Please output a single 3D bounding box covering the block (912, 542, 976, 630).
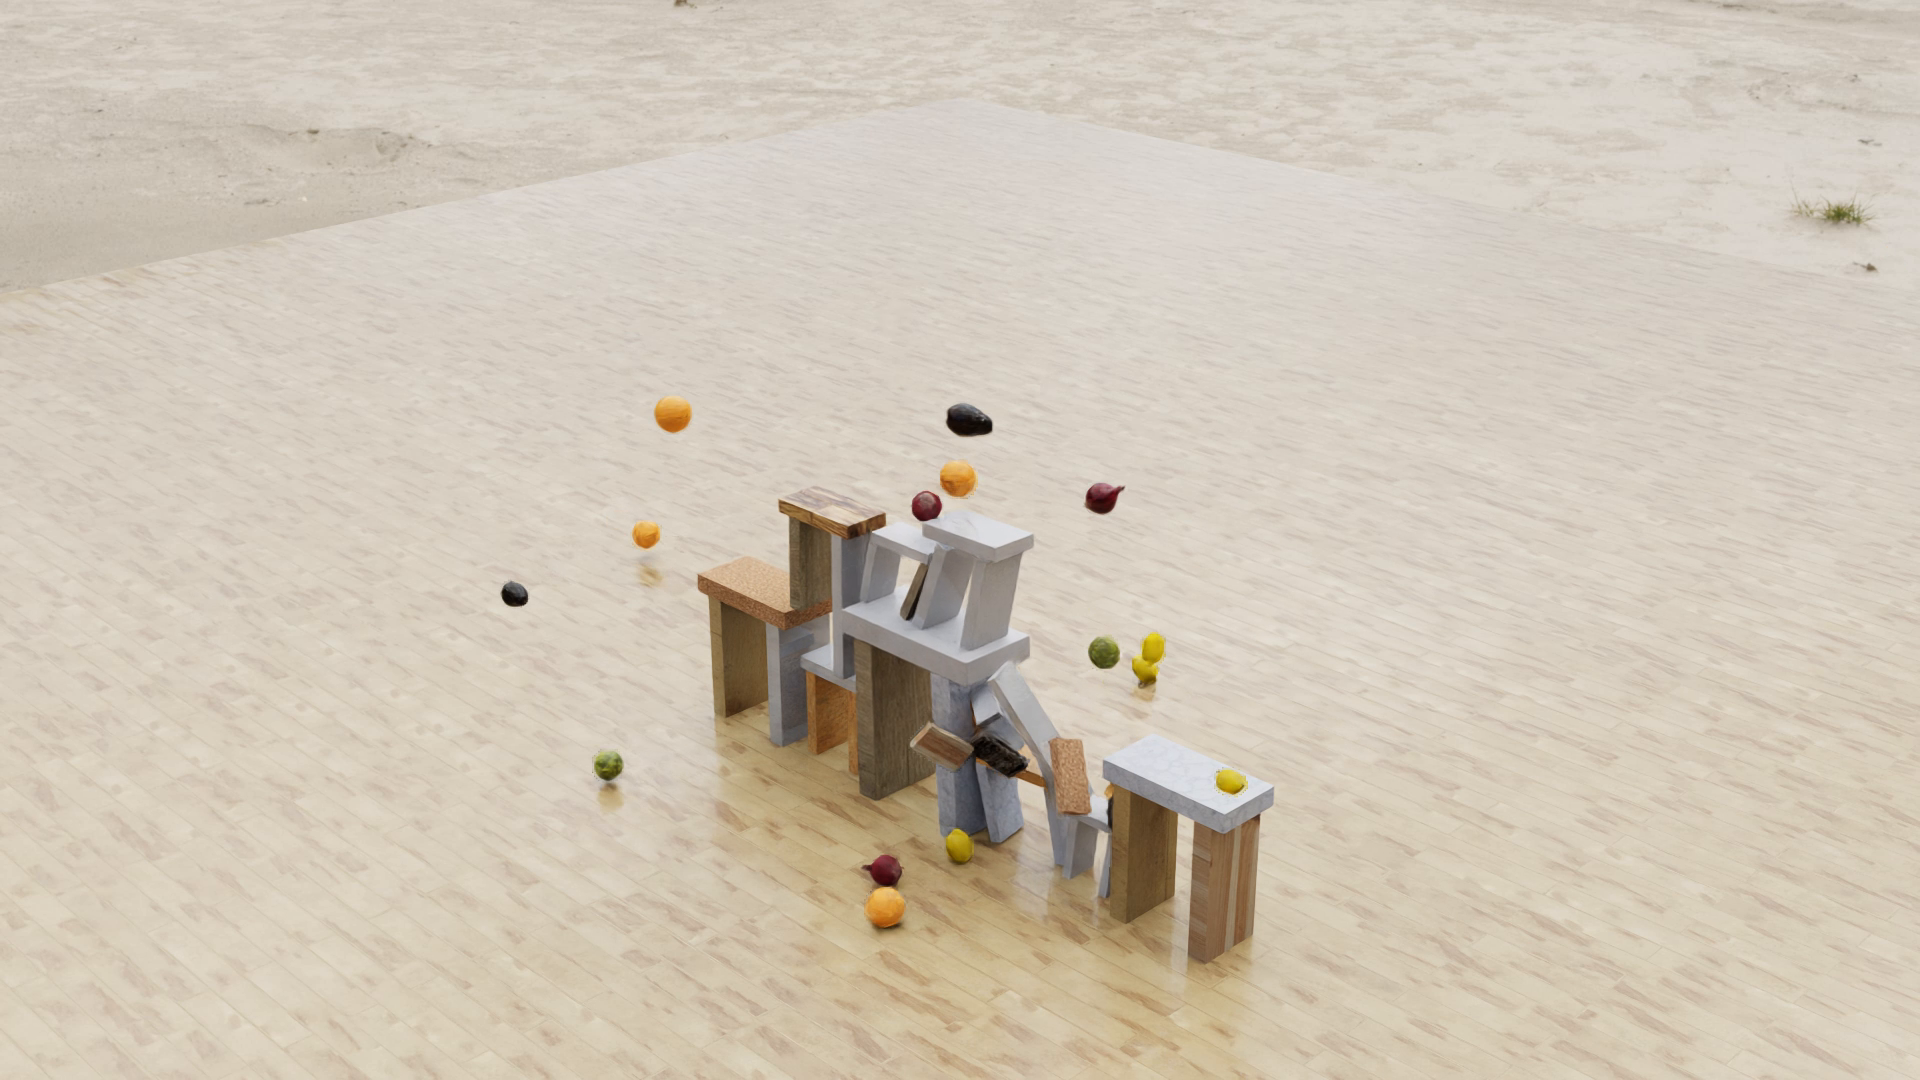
[{"bbox_3d":[-0.024,0.077,4.289,0.101,0.202,0.029,-21,51,-40],"label":"block"}]

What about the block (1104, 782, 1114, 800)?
[{"bbox_3d":[0.338,0.478,4.169,0.140,0.070,0.020,31,0,-41],"label":"block"}]

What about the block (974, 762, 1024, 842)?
[{"bbox_3d":[0.079,0.503,4.355,0.024,0.171,0.085,0,19,37],"label":"block"}]

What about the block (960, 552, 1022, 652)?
[{"bbox_3d":[0.060,0.108,4.210,0.101,0.202,0.029,-21,43,-41],"label":"block"}]

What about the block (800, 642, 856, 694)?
[{"bbox_3d":[-0.235,0.269,4.600,0.192,0.027,0.096,21,31,41],"label":"block"}]

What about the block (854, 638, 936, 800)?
[{"bbox_3d":[-0.130,0.341,4.506,0.176,0.352,0.050,-21,30,-41],"label":"block"}]

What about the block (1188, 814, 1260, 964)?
[{"bbox_3d":[0.476,0.610,3.962,0.040,0.282,0.141,21,31,41],"label":"block"}]

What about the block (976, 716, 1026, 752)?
[{"bbox_3d":[0.081,0.372,4.241,0.049,0.099,0.014,-44,21,-5],"label":"block"}]

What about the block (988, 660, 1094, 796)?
[{"bbox_3d":[0.153,0.370,4.134,0.020,0.304,0.070,-23,13,40],"label":"block"}]

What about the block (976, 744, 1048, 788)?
[{"bbox_3d":[0.124,0.430,4.275,0.171,0.024,0.086,17,29,35],"label":"block"}]

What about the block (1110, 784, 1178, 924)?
[{"bbox_3d":[0.343,0.558,4.084,0.040,0.282,0.141,21,31,41],"label":"block"}]

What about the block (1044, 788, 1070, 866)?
[{"bbox_3d":[0.208,0.537,4.275,0.024,0.171,0.086,4,21,39],"label":"block"}]

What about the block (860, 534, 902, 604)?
[{"bbox_3d":[-0.155,0.048,4.418,0.078,0.156,0.022,-21,45,-41],"label":"block"}]

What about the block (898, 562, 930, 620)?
[{"bbox_3d":[-0.062,0.089,4.328,0.078,0.156,0.022,-19,57,-38],"label":"block"}]

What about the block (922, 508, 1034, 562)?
[{"bbox_3d":[0.034,-0.010,4.194,0.101,0.029,0.203,-20,27,-39],"label":"block"}]

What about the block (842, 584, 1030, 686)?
[{"bbox_3d":[-0.050,0.185,4.354,0.176,0.050,0.352,-21,30,-40],"label":"block"}]

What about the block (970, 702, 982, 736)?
[{"bbox_3d":[0.047,0.352,4.305,0.049,0.099,0.014,-23,22,-40],"label":"block"}]

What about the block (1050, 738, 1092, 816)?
[{"bbox_3d":[0.207,0.444,4.126,0.070,0.140,0.020,10,-24,-43],"label":"block"}]

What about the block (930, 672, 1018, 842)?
[{"bbox_3d":[0.031,0.402,4.359,0.176,0.352,0.050,-21,27,-41],"label":"block"}]

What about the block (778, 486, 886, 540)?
[{"bbox_3d":[-0.261,-0.057,4.480,0.211,0.030,0.105,21,31,40],"label":"block"}]

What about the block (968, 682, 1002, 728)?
[{"bbox_3d":[0.049,0.316,4.233,0.050,0.014,0.099,-33,35,12],"label":"block"}]

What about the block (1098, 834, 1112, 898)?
[{"bbox_3d":[0.300,0.605,4.156,0.020,0.139,0.069,30,36,35],"label":"block"}]

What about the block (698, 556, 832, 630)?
[{"bbox_3d":[-0.416,0.111,4.714,0.286,0.041,0.143,21,31,40],"label":"block"}]

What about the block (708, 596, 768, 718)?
[{"bbox_3d":[-0.479,0.235,4.842,0.041,0.286,0.143,21,31,41],"label":"block"}]

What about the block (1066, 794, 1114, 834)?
[{"bbox_3d":[0.274,0.520,4.151,0.139,0.020,0.069,20,30,38],"label":"block"}]

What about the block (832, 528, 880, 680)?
[{"bbox_3d":[-0.212,0.123,4.503,0.030,0.318,0.105,22,31,40],"label":"block"}]

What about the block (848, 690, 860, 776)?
[{"bbox_3d":[-0.190,0.388,4.601,0.027,0.192,0.096,21,31,41],"label":"block"}]

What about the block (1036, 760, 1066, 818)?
[{"bbox_3d":[0.185,0.448,4.200,0.016,0.152,0.058,-19,4,44],"label":"block"}]

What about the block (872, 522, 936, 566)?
[{"bbox_3d":[-0.091,0.005,4.305,0.156,0.022,0.078,22,31,40],"label":"block"}]

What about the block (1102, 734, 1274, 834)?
[{"bbox_3d":[0.410,0.436,3.961,0.282,0.040,0.141,21,31,41],"label":"block"}]

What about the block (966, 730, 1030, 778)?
[{"bbox_3d":[0.070,0.409,4.196,0.115,0.058,0.016,35,43,-21],"label":"block"}]

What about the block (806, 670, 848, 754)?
[{"bbox_3d":[-0.280,0.353,4.685,0.027,0.192,0.096,21,31,41],"label":"block"}]

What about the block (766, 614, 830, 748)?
[{"bbox_3d":[-0.344,0.287,4.717,0.041,0.286,0.143,21,31,41],"label":"block"}]

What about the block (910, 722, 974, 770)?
[{"bbox_3d":[-0.034,0.388,4.131,0.115,0.058,0.016,32,17,-36],"label":"block"}]

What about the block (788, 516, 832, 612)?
[{"bbox_3d":[-0.307,0.033,4.578,0.030,0.211,0.105,20,30,36],"label":"block"}]

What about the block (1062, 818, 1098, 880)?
[{"bbox_3d":[0.233,0.578,4.219,0.020,0.139,0.069,28,35,36],"label":"block"}]
